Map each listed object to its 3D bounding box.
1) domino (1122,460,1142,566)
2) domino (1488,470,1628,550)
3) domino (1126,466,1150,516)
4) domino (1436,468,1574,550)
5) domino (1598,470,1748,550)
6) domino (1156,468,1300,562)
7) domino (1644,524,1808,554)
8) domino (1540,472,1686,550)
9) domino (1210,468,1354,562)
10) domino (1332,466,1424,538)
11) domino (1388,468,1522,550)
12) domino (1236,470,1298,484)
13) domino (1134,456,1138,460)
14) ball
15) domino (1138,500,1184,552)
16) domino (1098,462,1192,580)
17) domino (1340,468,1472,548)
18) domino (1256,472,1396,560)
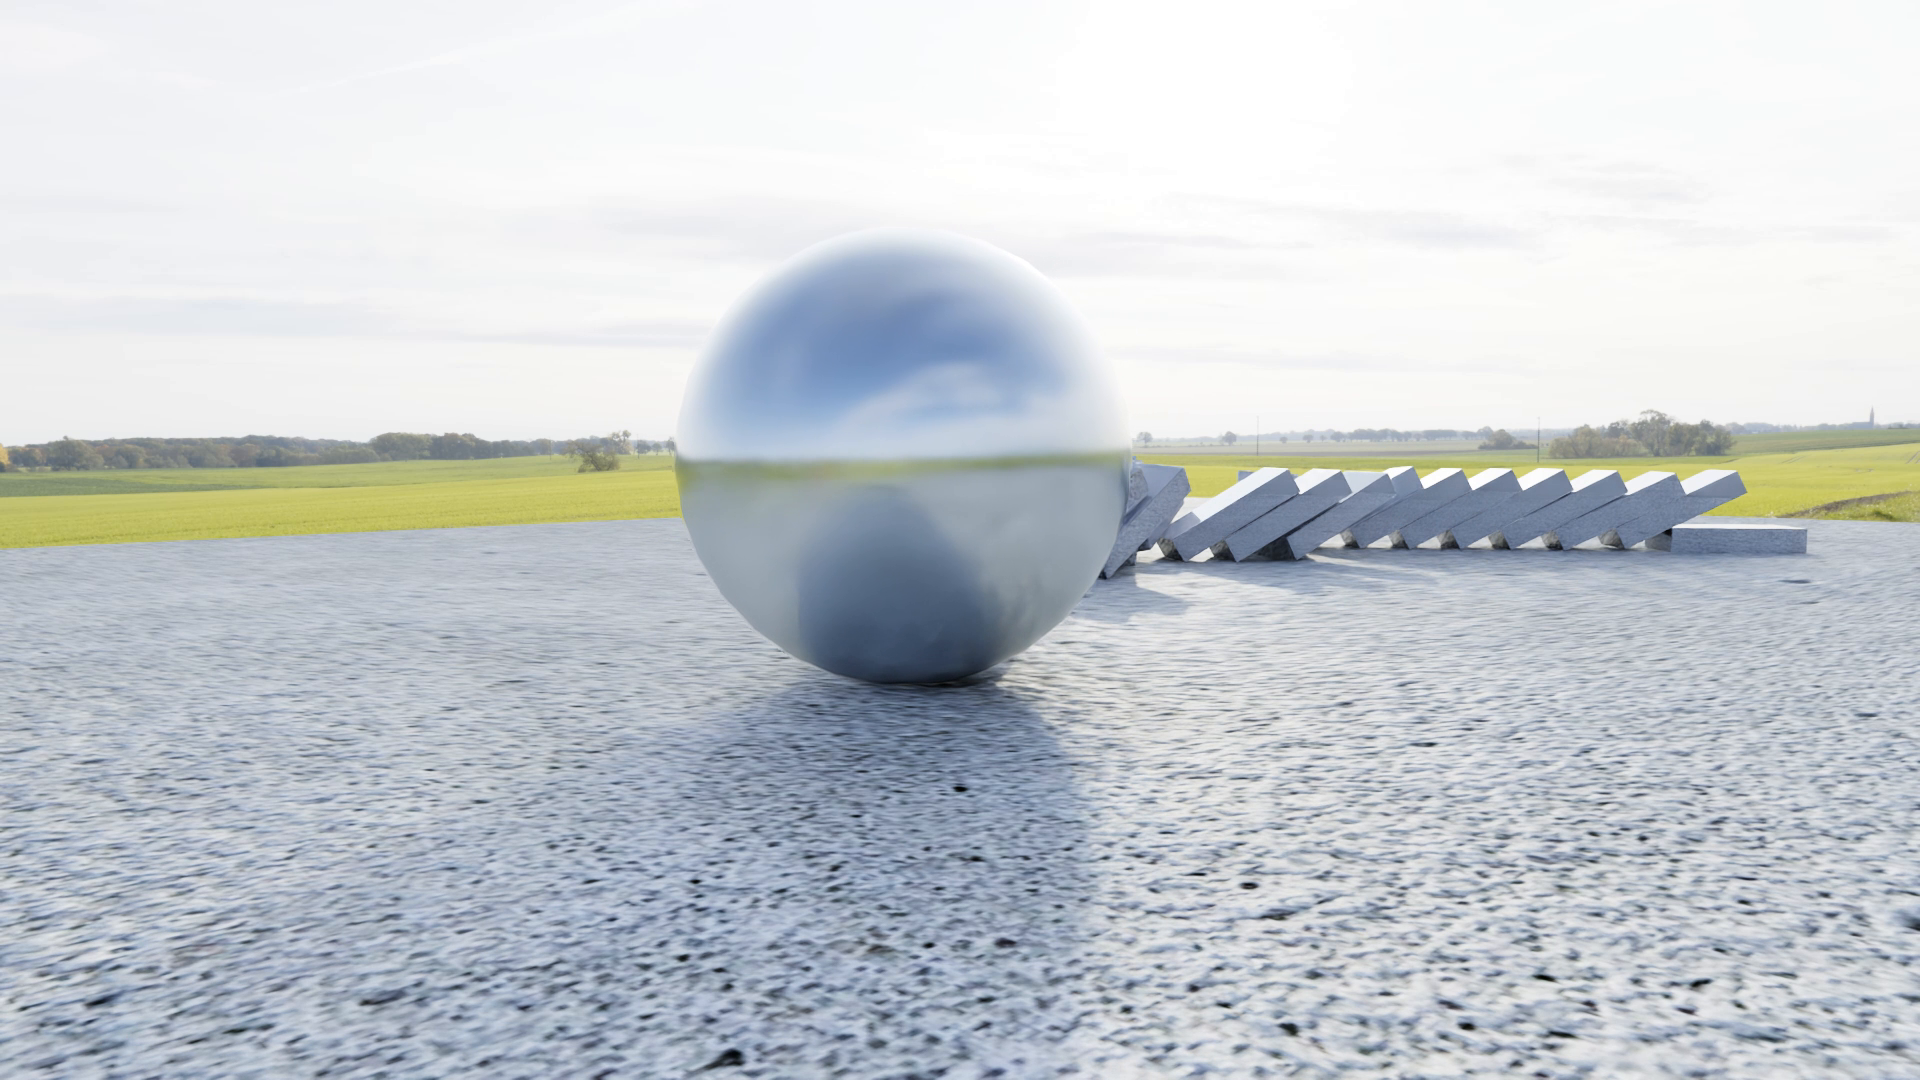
[{"bbox_3d":[0.050,-0.009,0.447,0.025,0.010,0.050,-3,36,15],"label":"domino"},{"bbox_3d":[0.242,-0.013,0.523,0.050,0.010,0.025,-28,1,7],"label":"domino"},{"bbox_3d":[0.036,-0.006,0.411,0.025,0.010,0.050,6,40,46],"label":"domino"},{"bbox_3d":[0.221,-0.013,0.525,0.050,0.010,0.025,-28,2,4],"label":"domino"},{"bbox_3d":[0.285,-0.013,0.516,0.050,0.009,0.025,-27,1,8],"label":"domino"},{"bbox_3d":[0.098,-0.010,0.474,0.050,0.009,0.025,-31,8,-4],"label":"domino"},{"bbox_3d":[0.306,-0.001,0.515,0.050,0.009,0.025,0,4,6],"label":"domino"},{"bbox_3d":[0.262,-0.012,0.519,0.050,0.010,0.025,-27,1,9],"label":"domino"},{"bbox_3d":[0.117,-0.010,0.475,0.050,0.010,0.025,-30,8,-5],"label":"domino"},{"bbox_3d":[0.163,-0.014,0.531,0.050,0.010,0.025,-29,2,-1],"label":"domino"},{"bbox_3d":[0.202,-0.013,0.527,0.050,0.010,0.025,-28,2,5],"label":"domino"},{"bbox_3d":[0.126,-0.012,0.522,0.025,0.009,0.050,4,30,9],"label":"domino"},{"bbox_3d":[0.052,-0.012,0.468,0.025,0.010,0.050,-7,35,15],"label":"domino"},{"bbox_3d":[-0.010,-0.015,0.227,0.080,0.080,0.080,0,4,0],"label":"ball"},{"bbox_3d":[0.066,-0.008,0.488,0.025,0.010,0.050,-9,17,28],"label":"domino"},{"bbox_3d":[0.052,-0.007,0.422,0.025,0.010,0.050,9,42,45],"label":"domino"},{"bbox_3d":[0.182,-0.013,0.528,0.050,0.009,0.025,-28,2,4],"label":"domino"},{"bbox_3d":[0.137,-0.010,0.486,0.050,0.009,0.025,-31,14,-16],"label":"domino"}]
